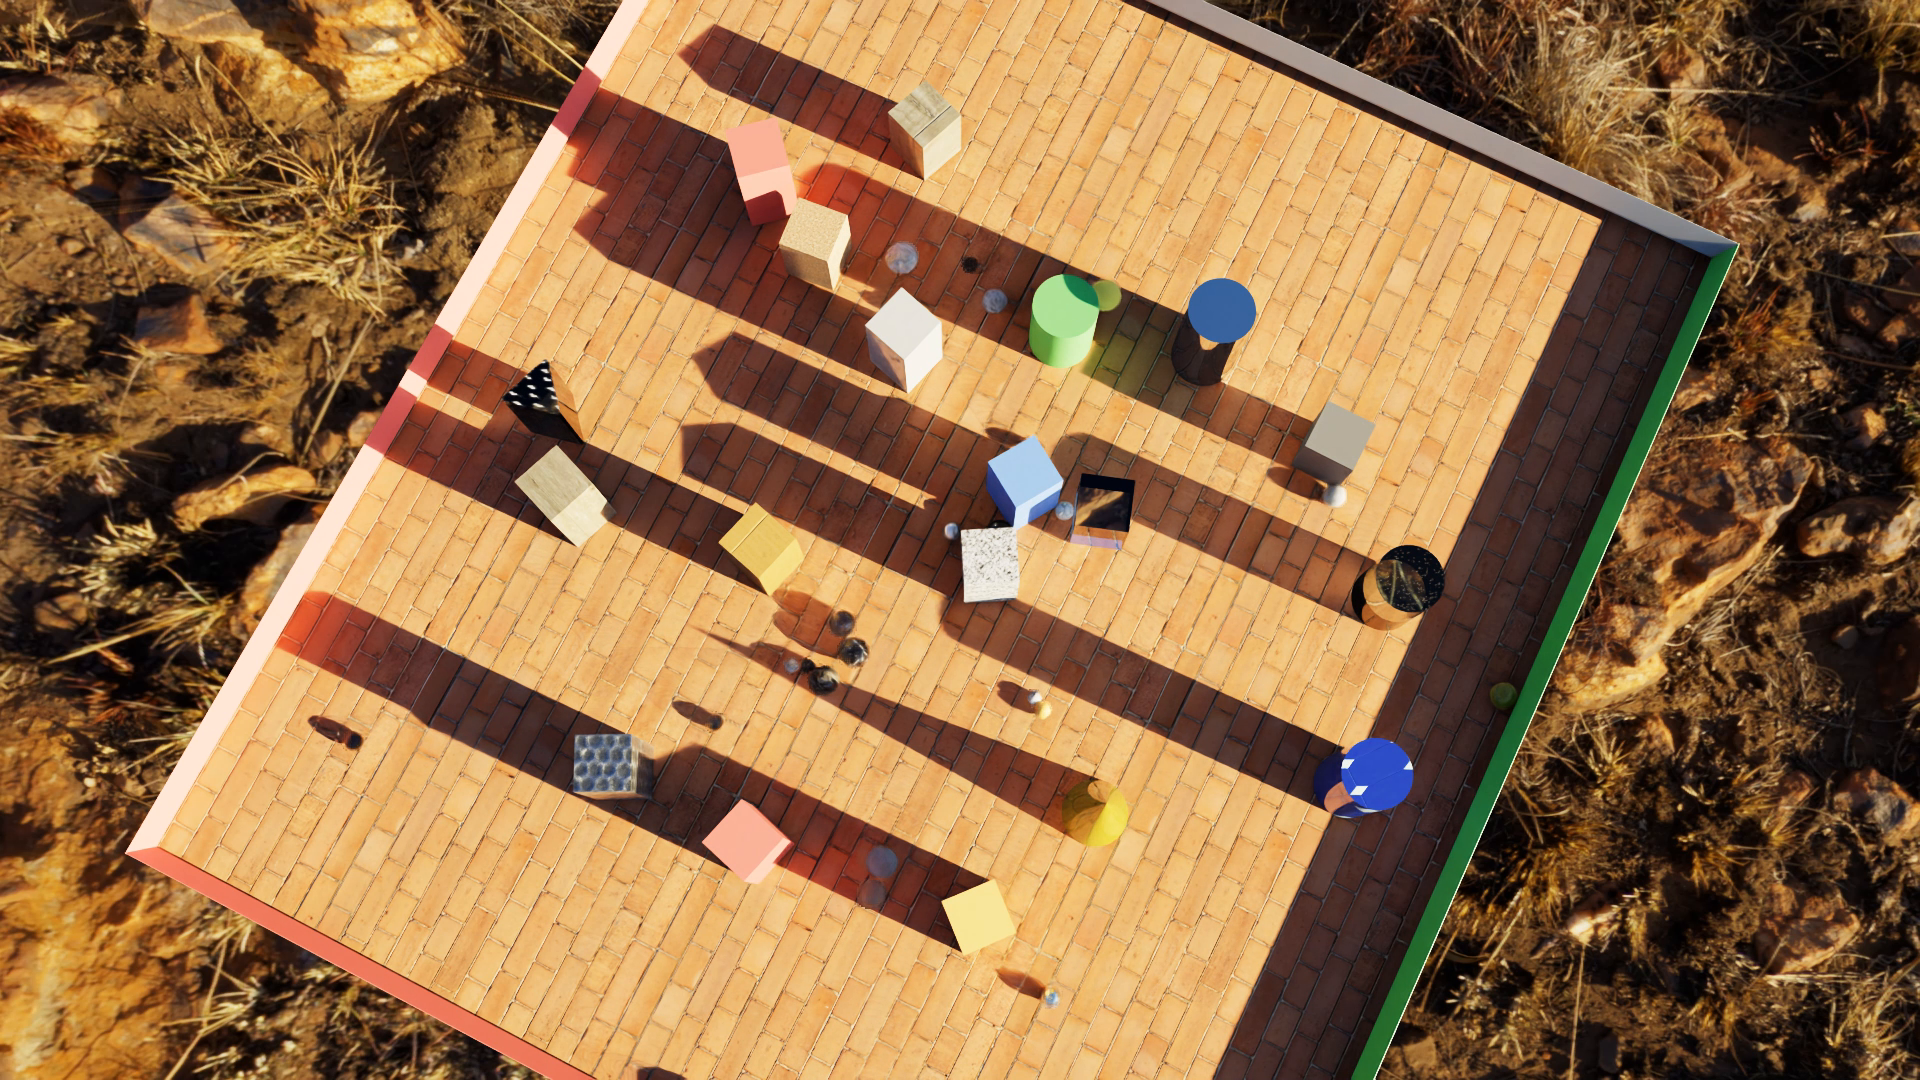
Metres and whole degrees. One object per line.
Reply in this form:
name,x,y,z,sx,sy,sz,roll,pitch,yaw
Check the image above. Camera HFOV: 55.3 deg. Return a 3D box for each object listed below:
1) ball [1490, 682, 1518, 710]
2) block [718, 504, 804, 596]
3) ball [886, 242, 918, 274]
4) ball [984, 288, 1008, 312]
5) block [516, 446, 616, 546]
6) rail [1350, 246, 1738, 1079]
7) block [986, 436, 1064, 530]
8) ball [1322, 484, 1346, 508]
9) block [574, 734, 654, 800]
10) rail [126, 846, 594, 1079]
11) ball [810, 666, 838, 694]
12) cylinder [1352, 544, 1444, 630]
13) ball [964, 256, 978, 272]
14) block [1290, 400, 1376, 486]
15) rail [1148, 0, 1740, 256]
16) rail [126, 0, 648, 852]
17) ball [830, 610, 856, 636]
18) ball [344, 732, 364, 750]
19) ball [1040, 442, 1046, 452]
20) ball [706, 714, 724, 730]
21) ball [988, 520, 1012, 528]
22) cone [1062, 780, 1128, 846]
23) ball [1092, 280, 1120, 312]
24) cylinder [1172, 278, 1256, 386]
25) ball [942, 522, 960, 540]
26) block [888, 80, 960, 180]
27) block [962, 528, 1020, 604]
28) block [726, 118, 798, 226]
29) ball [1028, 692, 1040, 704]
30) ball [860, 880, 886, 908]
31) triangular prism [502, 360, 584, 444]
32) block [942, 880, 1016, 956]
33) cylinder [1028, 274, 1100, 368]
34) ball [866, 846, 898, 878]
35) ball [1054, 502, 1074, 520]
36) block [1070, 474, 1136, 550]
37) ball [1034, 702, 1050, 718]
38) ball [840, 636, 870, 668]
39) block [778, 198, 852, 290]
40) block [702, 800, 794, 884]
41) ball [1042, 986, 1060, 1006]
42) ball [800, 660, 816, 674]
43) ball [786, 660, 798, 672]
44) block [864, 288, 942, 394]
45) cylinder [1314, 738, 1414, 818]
ball,1.626,0.467,5.478,0.082,0.082,0.082,0,78,0
block,-0.587,0.031,5.456,0.159,0.302,0.159,41,81,8
ball,-0.184,-0.883,5.750,0.098,0.098,0.098,0,78,0
ball,0.111,-0.748,5.733,0.075,0.075,0.075,0,78,0
block,-1.166,-0.125,5.447,0.159,0.382,0.159,-43,81,-8
rail,1.539,0.760,5.392,0.045,0.129,3.824,26,80,5
block,0.190,-0.165,5.477,0.159,0.340,0.159,-30,80,-6
ball,1.144,-0.135,5.609,0.070,0.070,0.070,0,78,0
block,-0.996,0.659,5.289,0.159,0.375,0.159,-1,78,0
rail,-0.845,1.661,5.206,3.488,0.129,0.045,26,80,5
ball,-0.406,0.419,5.486,0.086,0.086,0.086,0,78,0
cylinder,1.290,0.145,5.415,0.199,0.337,0.199,0,78,0
ball,0.035,-0.868,5.772,0.048,0.048,0.048,0,78,0
block,1.130,-0.287,5.554,0.159,0.238,0.159,28,80,5
rail,0.845,-1.647,5.891,3.488,0.129,0.045,26,80,5
rail,-1.539,-0.746,5.704,0.045,0.129,3.824,26,80,5
ball,-0.353,0.251,5.524,0.080,0.080,0.080,0,78,0
ball,-1.808,0.599,5.464,0.055,0.055,0.055,0,78,0
ball,0.237,-0.276,5.645,0.057,0.057,0.057,0,78,0
ball,-0.733,0.546,5.478,0.049,0.049,0.049,0,78,0
ball,0.121,-0.020,5.578,0.085,0.085,0.085,0,78,0
cone,0.401,0.765,5.226,0.199,0.454,0.199,0,78,0
ball,0.452,-0.764,5.724,0.099,0.099,0.099,0,78,0
cylinder,0.760,-0.621,5.524,0.199,0.433,0.199,0,78,0
ball,-0.026,-0.025,5.593,0.056,0.056,0.056,0,78,0
block,-0.109,-1.283,5.751,0.159,0.256,0.159,-43,81,-8
block,0.087,0.077,5.437,0.159,0.321,0.159,-3,78,-1
block,-0.605,-1.131,5.653,0.159,0.388,0.159,-15,79,-3
ball,0.223,0.474,5.498,0.040,0.040,0.040,0,78,0
ball,-0.254,1.035,5.362,0.079,0.079,0.079,0,78,0
triangular prism,-1.231,-0.424,5.526,0.172,0.350,0.149,15,79,3
block,0.053,1.076,5.227,0.159,0.327,0.159,-22,79,-4
cylinder,0.315,-0.665,5.600,0.199,0.303,0.199,0,78,0
ball,-0.230,0.944,5.374,0.092,0.092,0.092,0,78,0
ball,0.320,-0.089,5.605,0.059,0.059,0.059,0,78,0
block,0.426,-0.083,5.501,0.159,0.260,0.159,8,78,2
ball,0.247,0.510,5.486,0.049,0.049,0.049,0,78,0
ball,-0.316,0.337,5.500,0.093,0.093,0.093,0,78,0
block,-0.444,-0.914,5.672,0.159,0.263,0.159,21,79,4
block,-0.600,0.867,5.246,0.159,0.373,0.159,42,81,8
ball,0.264,1.324,5.313,0.057,0.057,0.057,0,78,0
ball,-0.457,0.381,5.515,0.044,0.044,0.044,0,78,0
ball,-0.505,0.379,5.518,0.040,0.040,0.040,0,78,0
block,-0.168,-0.601,5.562,0.159,0.351,0.159,42,81,8
cylinder,1.153,0.688,5.264,0.199,0.412,0.199,0,78,0
